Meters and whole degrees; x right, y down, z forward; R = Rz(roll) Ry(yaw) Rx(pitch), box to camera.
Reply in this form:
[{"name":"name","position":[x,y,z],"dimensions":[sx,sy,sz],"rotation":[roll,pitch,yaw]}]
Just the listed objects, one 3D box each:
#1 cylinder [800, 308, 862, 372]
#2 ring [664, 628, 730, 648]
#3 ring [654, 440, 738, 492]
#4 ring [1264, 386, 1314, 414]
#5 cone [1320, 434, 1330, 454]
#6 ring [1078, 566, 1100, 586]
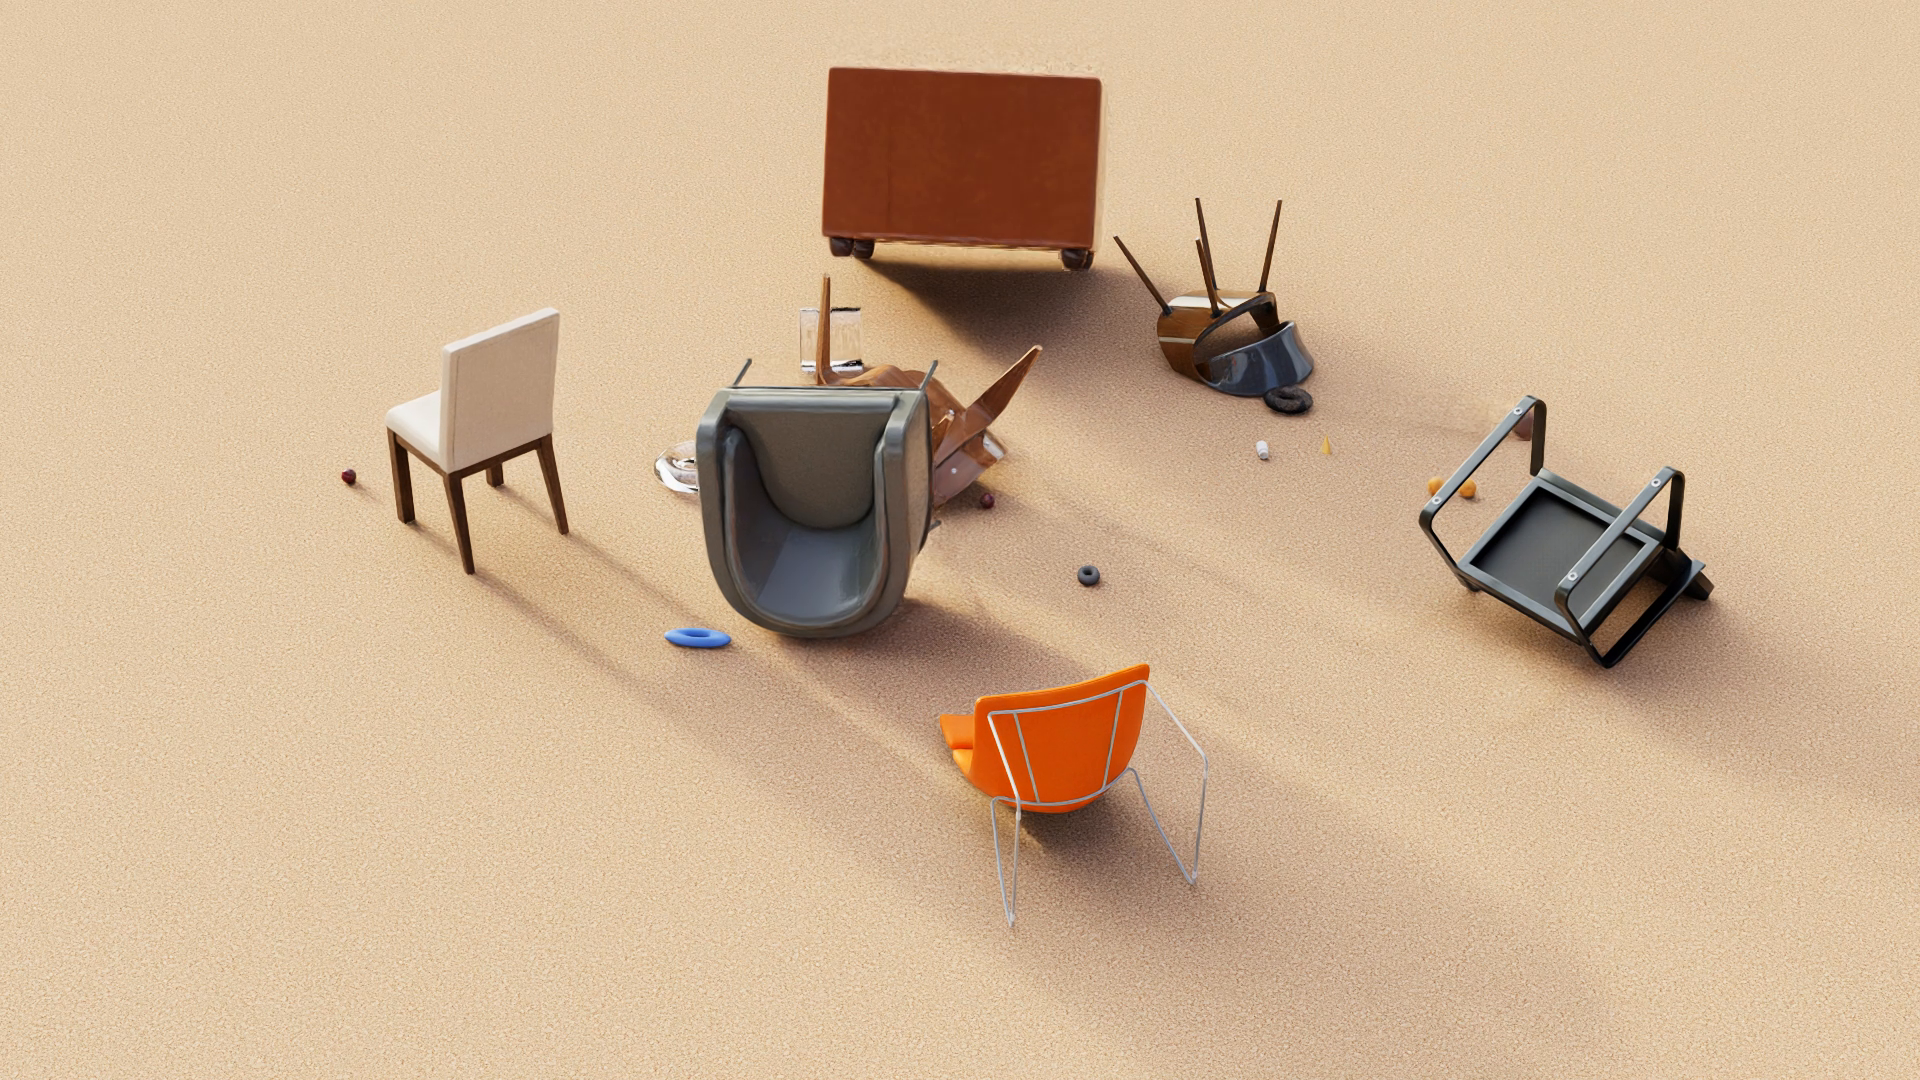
[{"name":"cylinder","position":[-0.526,-0.817,11.961],"dimensions":[0.247,0.258,0.206],"rotation":[-1,3,-2]},{"name":"ring","position":[-0.929,0.346,10.385],"dimensions":[0.242,0.039,0.086],"rotation":[4,33,7]},{"name":"ring","position":[-1.019,-0.284,11.301],"dimensions":[0.328,0.084,0.324],"rotation":[-10,34,-17]},{"name":"ring","position":[1.316,-0.562,11.749],"dimensions":[0.200,0.053,0.171],"rotation":[10,34,13]},{"name":"cone","position":[1.432,-0.384,11.455],"dimensions":[0.037,0.080,0.063],"rotation":[-7,34,-10]},{"name":"ring","position":[0.470,0.129,10.715],"dimensions":[0.083,0.037,0.107],"rotation":[0,33,2]}]
